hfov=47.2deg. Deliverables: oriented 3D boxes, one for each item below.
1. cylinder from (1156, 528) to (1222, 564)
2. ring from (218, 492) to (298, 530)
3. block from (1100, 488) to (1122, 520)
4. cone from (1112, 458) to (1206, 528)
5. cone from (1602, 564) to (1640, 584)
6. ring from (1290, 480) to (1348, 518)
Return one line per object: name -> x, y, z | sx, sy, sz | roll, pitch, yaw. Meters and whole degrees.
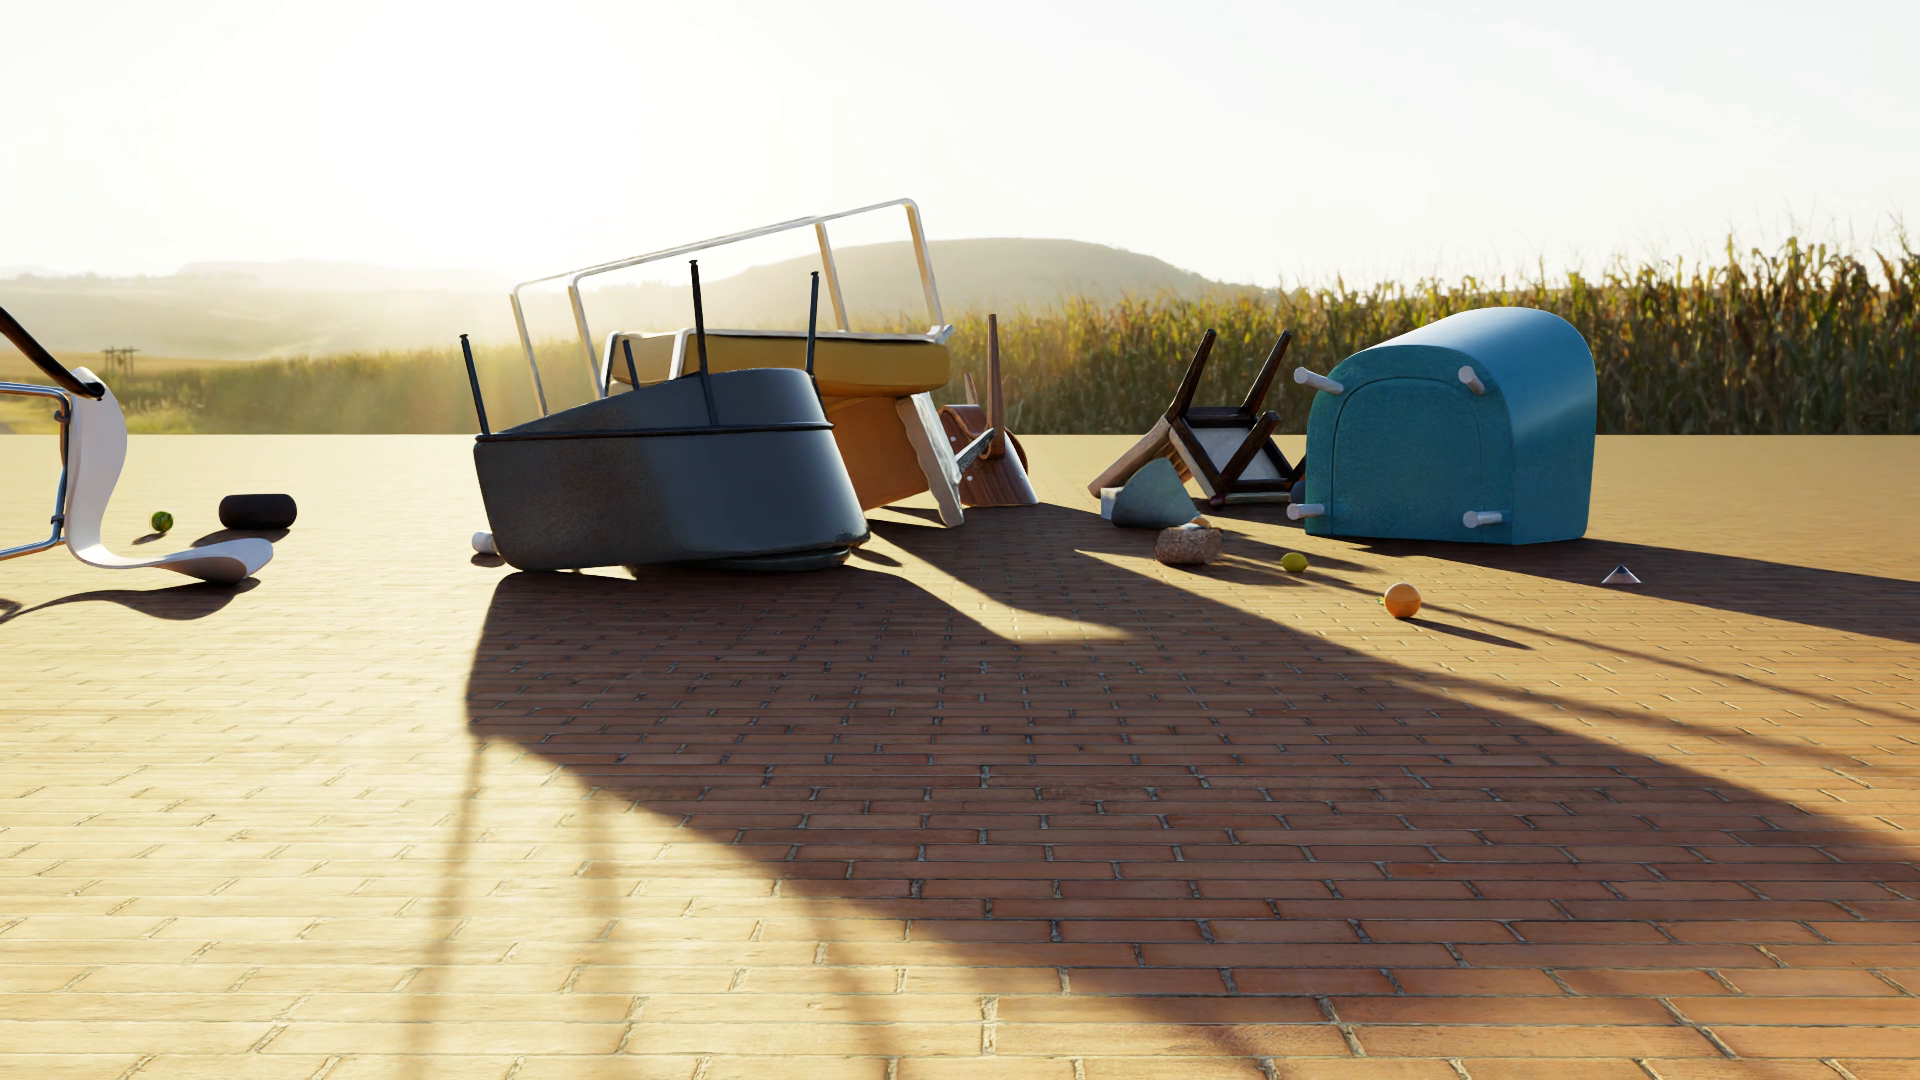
cylinder -> 0.589, 0.016, 5.669 | 0.128, 0.083, 0.149 | 2, 18, 25
ring -> -2.262, -0.092, 7.087 | 0.247, 0.113, 0.165 | -2, 3, -5
block -> 0.616, -0.124, 7.606 | 0.211, 0.102, 0.255 | -1, 4, -7
cone -> 0.691, -0.092, 7.064 | 0.269, 0.228, 0.317 | 31, 47, 30
cone -> 1.540, 0.077, 5.121 | 0.098, 0.041, 0.072 | -2, 4, -24
ring -> 1.263, -0.144, 7.723 | 0.192, 0.129, 0.261 | 0, 2, 31
